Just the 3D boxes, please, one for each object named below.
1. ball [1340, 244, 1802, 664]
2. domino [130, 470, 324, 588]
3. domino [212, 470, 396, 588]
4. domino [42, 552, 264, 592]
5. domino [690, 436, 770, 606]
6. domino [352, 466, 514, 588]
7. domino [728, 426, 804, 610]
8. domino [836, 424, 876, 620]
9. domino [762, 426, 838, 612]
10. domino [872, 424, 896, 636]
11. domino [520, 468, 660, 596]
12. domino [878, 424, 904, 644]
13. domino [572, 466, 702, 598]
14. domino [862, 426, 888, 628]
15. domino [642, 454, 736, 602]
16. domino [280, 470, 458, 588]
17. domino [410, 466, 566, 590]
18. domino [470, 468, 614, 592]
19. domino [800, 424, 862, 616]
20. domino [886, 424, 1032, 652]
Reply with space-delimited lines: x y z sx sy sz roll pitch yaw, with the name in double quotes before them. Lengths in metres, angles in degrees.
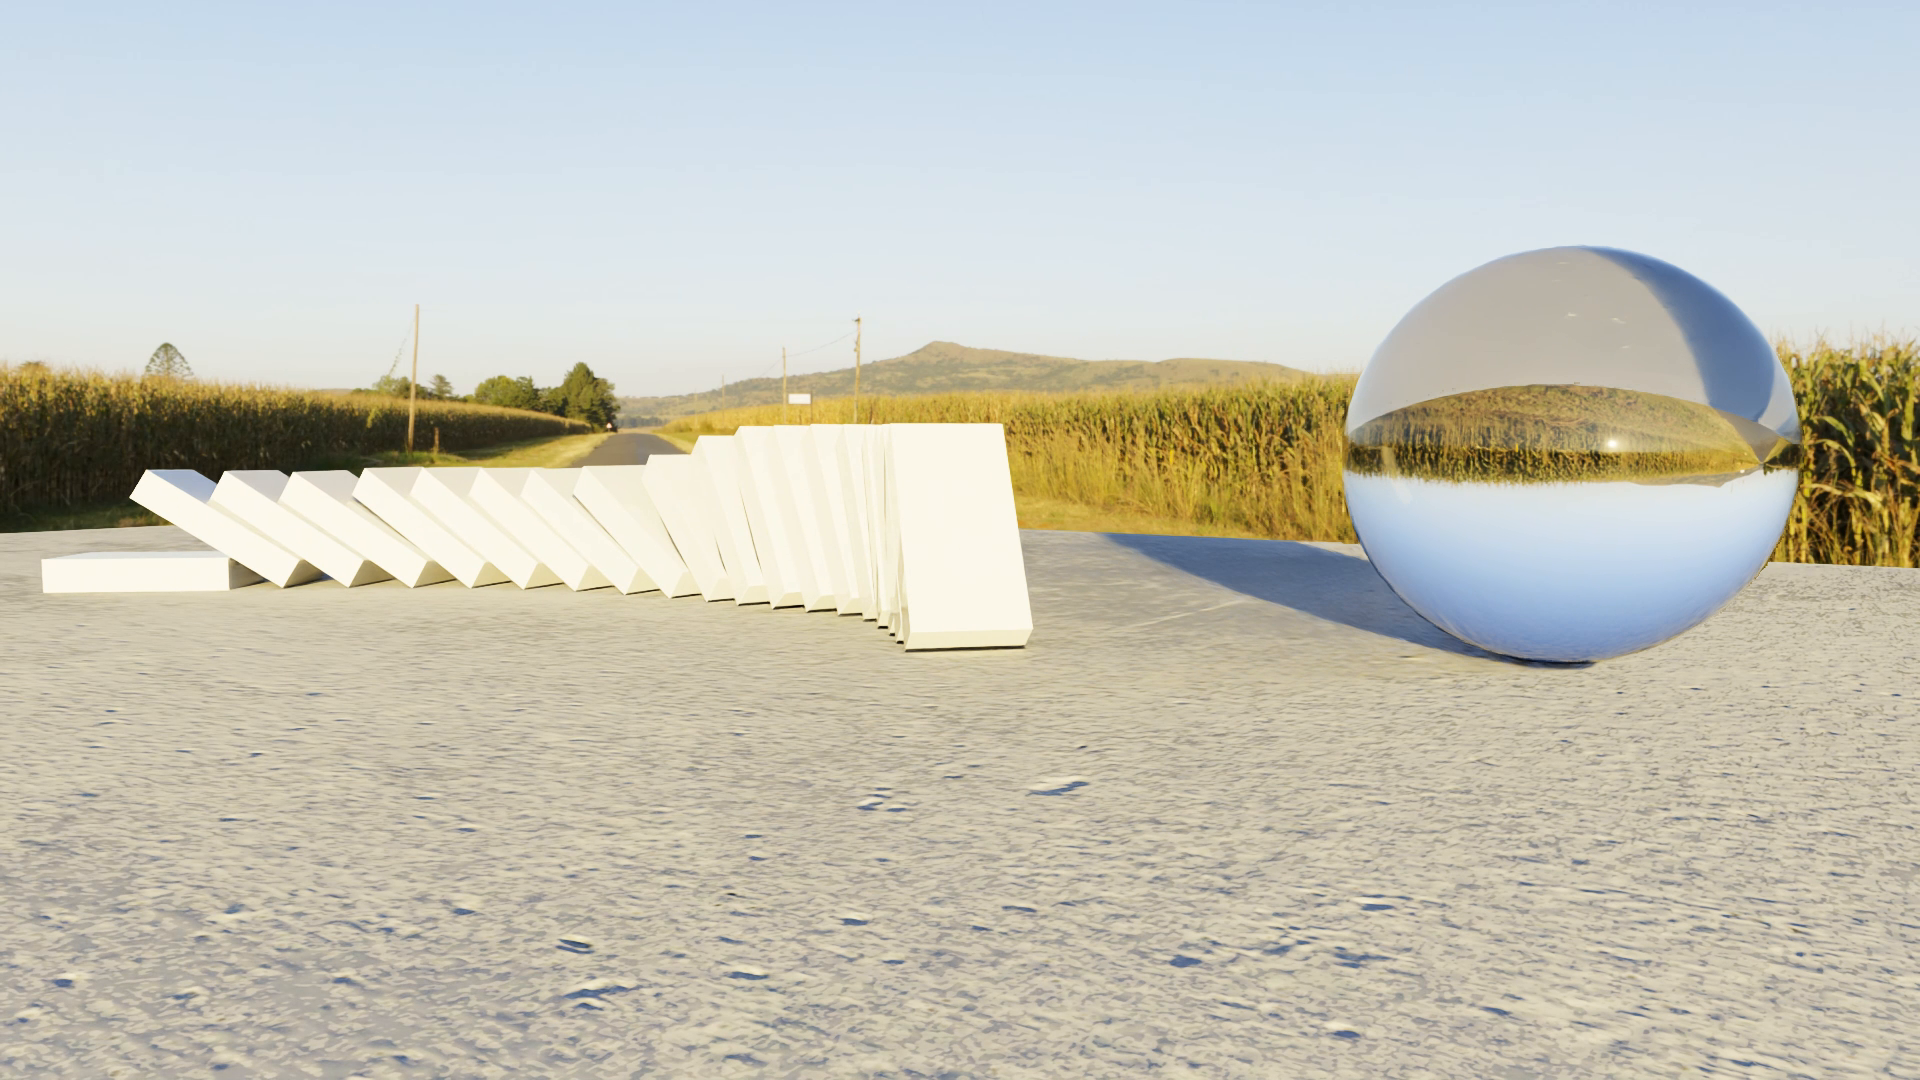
"ball" 0.115 -0.016 0.248 0.080 0.080 0.080 0 4 0
"domino" -0.218 -0.004 0.386 0.050 0.009 0.025 32 1 -4
"domino" -0.198 -0.004 0.392 0.050 0.010 0.025 32 6 3
"domino" -0.239 0.009 0.382 0.050 0.009 0.025 -1 4 -7
"domino" -0.055 -0.006 0.352 0.025 0.050 0.009 -3 -34 -34
"domino" -0.158 -0.005 0.394 0.050 0.010 0.025 35 13 12
"domino" -0.043 -0.007 0.343 0.025 0.050 0.009 -3 -28 -33
"domino" -0.014 -0.005 0.318 0.025 0.050 0.009 -1 -29 -21
"domino" -0.033 -0.006 0.336 0.025 0.050 0.010 -2 -28 -33
"domino" -0.005 -0.003 0.295 0.025 0.050 0.009 -1 -29 -11
"domino" -0.104 -0.003 0.380 0.050 0.009 0.025 38 22 23
"domino" -0.003 -0.002 0.284 0.025 0.050 0.009 -1 -29 -11
"domino" -0.087 -0.003 0.372 0.050 0.009 0.025 42 26 26
"domino" -0.009 -0.004 0.306 0.025 0.050 0.009 -1 -29 -11
"domino" -0.069 -0.004 0.364 0.025 0.009 0.050 -4 45 -39
"domino" -0.178 -0.004 0.393 0.050 0.009 0.025 32 9 6
"domino" -0.140 -0.004 0.391 0.050 0.009 0.025 36 16 16
"domino" -0.121 -0.004 0.387 0.050 0.010 0.025 37 19 20
"domino" -0.023 -0.006 0.328 0.025 0.050 0.010 -1 -29 -28
"domino" -0.001 -0.001 0.273 0.025 0.050 0.010 -1 -29 -11
